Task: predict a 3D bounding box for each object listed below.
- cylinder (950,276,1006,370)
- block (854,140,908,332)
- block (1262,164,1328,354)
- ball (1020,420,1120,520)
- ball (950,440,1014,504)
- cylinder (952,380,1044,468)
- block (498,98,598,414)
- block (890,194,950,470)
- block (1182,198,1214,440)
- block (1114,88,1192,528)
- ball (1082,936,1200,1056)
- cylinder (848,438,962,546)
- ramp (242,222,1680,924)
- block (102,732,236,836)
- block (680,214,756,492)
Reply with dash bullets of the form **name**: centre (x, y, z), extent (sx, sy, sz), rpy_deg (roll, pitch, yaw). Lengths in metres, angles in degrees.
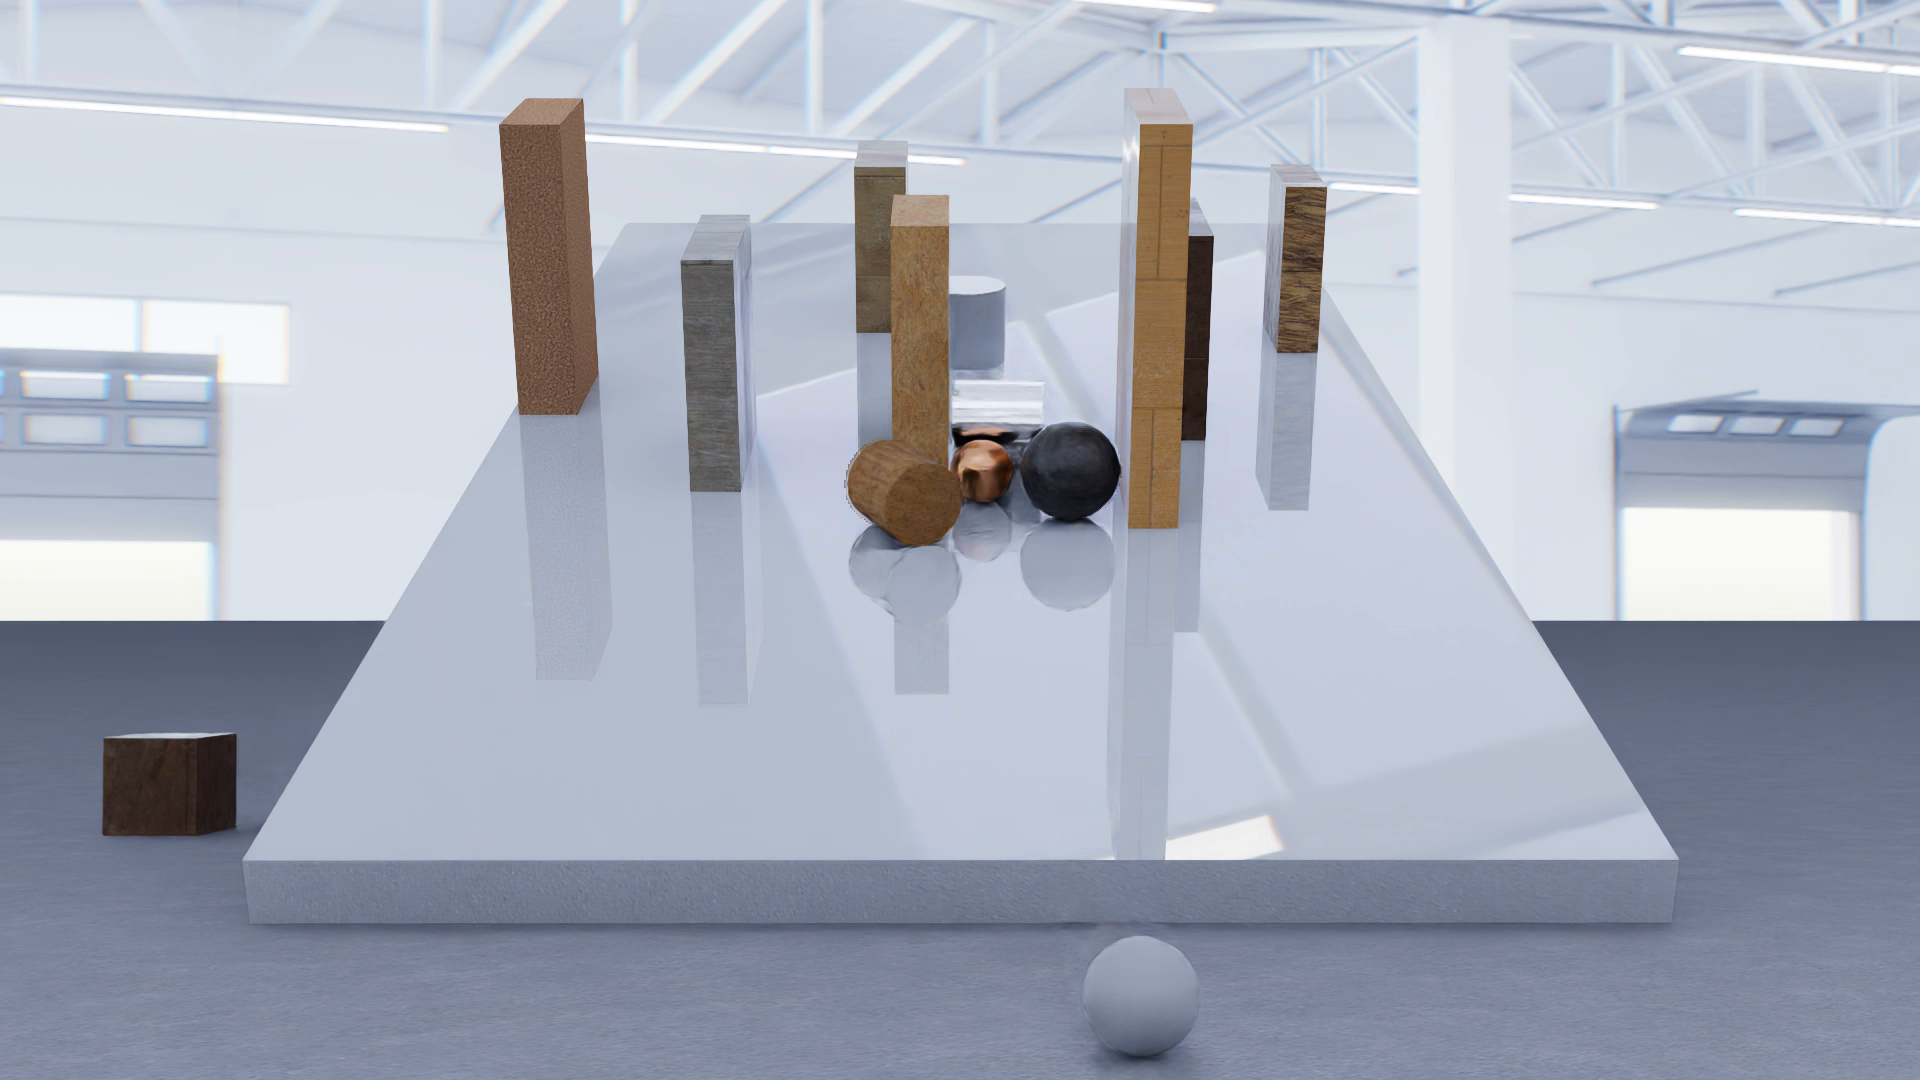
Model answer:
- **cylinder**: centre (0.015, -0.523, 5.477), extent (0.187, 0.187, 0.187), rpy_deg (0, 21, 0)
- **block**: centre (-0.198, -0.781, 5.828), extent (0.127, 0.421, 0.348), rpy_deg (0, 21, 0)
- **block**: centre (0.826, -0.699, 5.630), extent (0.099, 0.411, 0.276), rpy_deg (0, 21, 0)
- **ball**: centre (0.215, -0.136, 4.439), extent (0.193, 0.193, 0.193), rpy_deg (0, -2, 0)
- **ball**: centre (0.043, -0.137, 4.536), extent (0.127, 0.127, 0.127), rpy_deg (0, -2, 0)
- **cylinder**: centre (0.082, -0.240, 4.726), extent (0.183, 0.183, 0.183), rpy_deg (1, -2, 4)
- **block**: centre (-0.922, -0.642, 5.132), extent (0.131, 0.650, 0.331), rpy_deg (0, 21, 0)
- **block**: centre (-0.082, -0.441, 4.793), extent (0.118, 0.515, 0.301), rpy_deg (0, 21, 0)
- **block**: centre (0.487, -0.494, 5.026), extent (0.089, 0.451, 0.383), rpy_deg (0, 21, 0)
- **block**: centre (0.374, -0.459, 4.460), extent (0.096, 0.784, 0.397), rpy_deg (0, 21, 0)
- **ball**: centre (0.179, 0.449, 2.242), extent (0.117, 0.117, 0.117), rpy_deg (0, -2, 0)
- **cylinder**: centre (-0.107, -0.092, 4.362), extent (0.164, 0.164, 0.164), rpy_deg (1, 18, -30)
- **ramp**: centre (-0.005, -0.212, 5.057), extent (2.000, 0.100, 4.000), rpy_deg (0, 21, 0)
- **block**: centre (-1.582, 0.488, 4.560), extent (0.191, 0.191, 0.191), rpy_deg (0, -2, 5)
- **block**: centre (-0.496, -0.394, 4.716), extent (0.103, 0.479, 0.407), rpy_deg (0, 21, 0)
